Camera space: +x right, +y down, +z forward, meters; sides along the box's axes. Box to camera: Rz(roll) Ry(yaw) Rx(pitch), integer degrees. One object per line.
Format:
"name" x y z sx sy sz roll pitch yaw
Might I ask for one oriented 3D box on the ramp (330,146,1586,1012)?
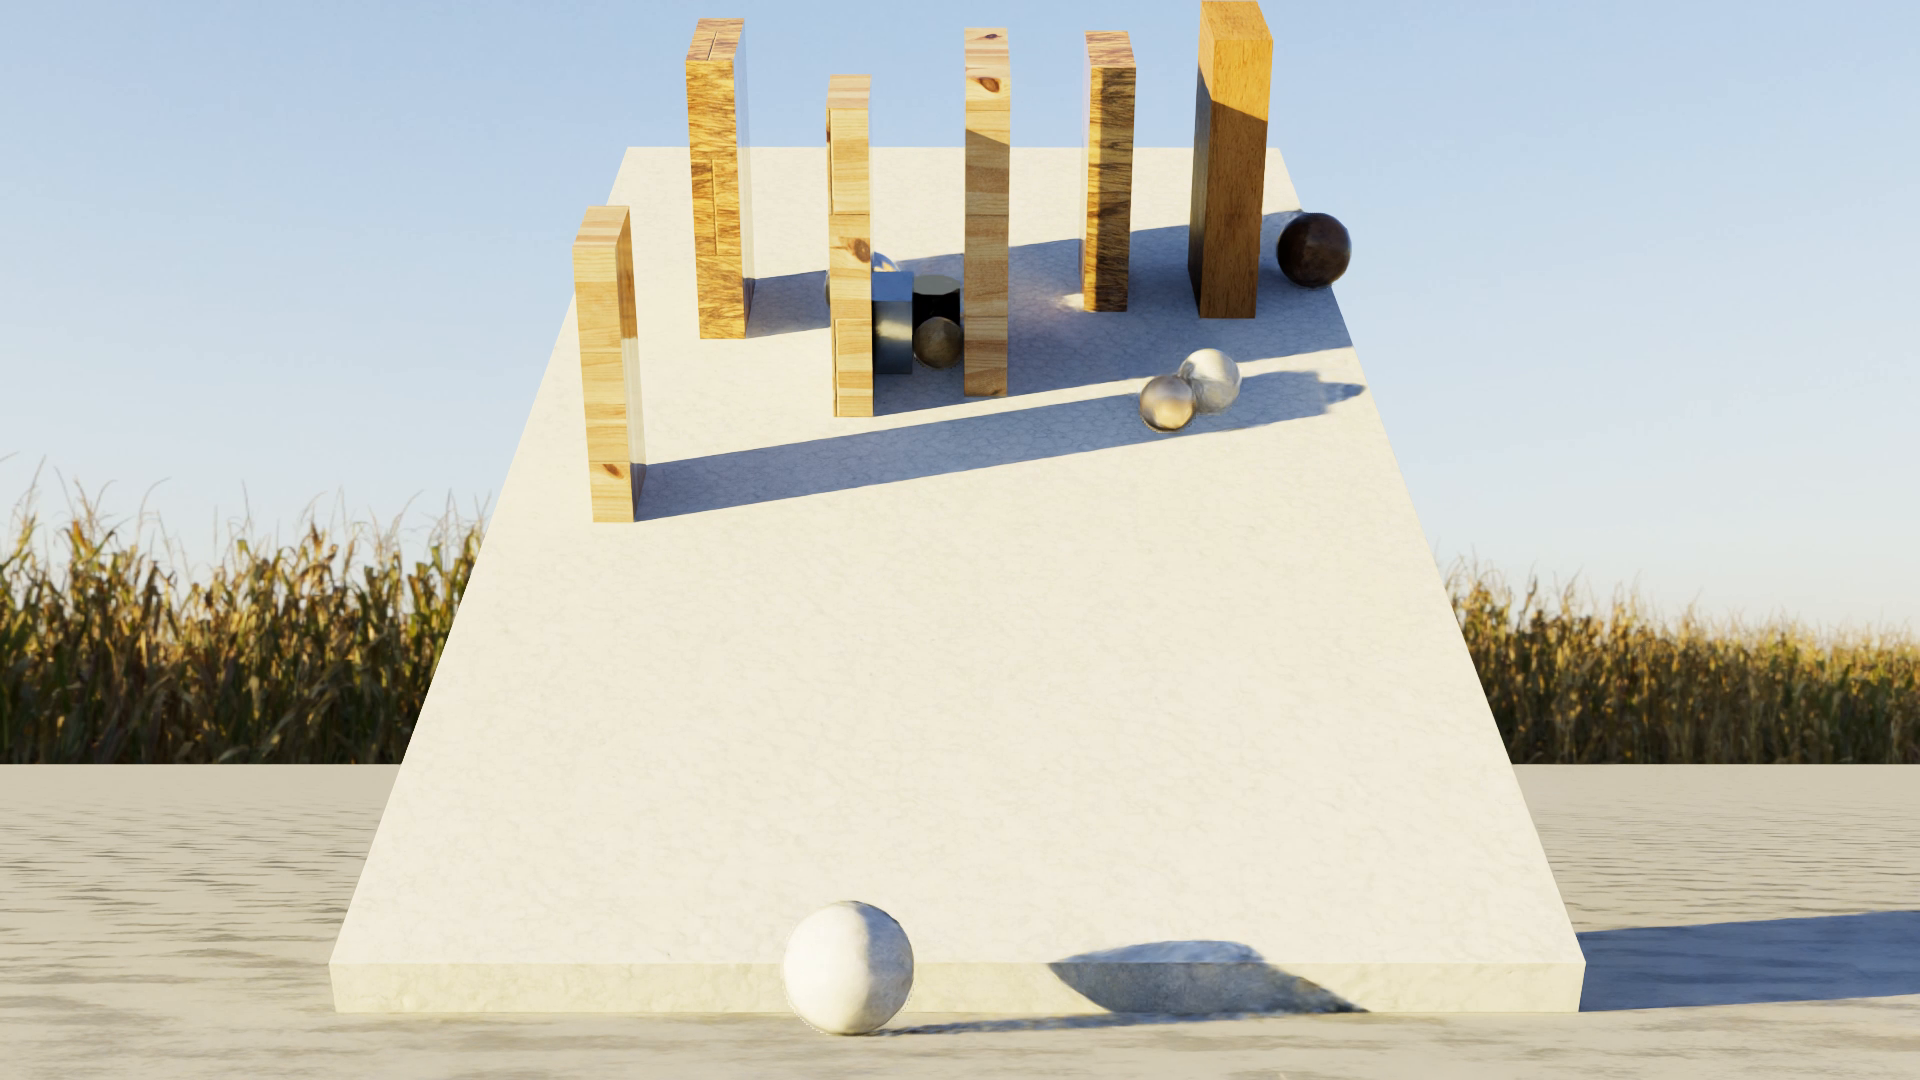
"ramp" -0.011 -0.222 5.586 2.000 0.100 4.000 0 28 0

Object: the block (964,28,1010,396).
"block" 0.061 -0.783 5.702 0.101 0.781 0.409 0 28 0

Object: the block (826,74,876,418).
"block" -0.250 -0.677 5.534 0.093 0.751 0.247 0 28 0

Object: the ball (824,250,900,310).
"ball" -0.242 -0.632 6.031 0.204 0.204 0.204 0 -5 0

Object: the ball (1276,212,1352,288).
"ball" 0.933 -0.765 6.292 0.200 0.200 0.200 0 -5 0

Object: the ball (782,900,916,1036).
"ball" -0.165 0.634 3.540 0.197 0.197 0.197 0 -5 0

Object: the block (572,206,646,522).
"block" -0.744 -0.373 5.091 0.087 0.626 0.253 0 28 0

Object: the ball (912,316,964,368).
"ball" -0.052 -0.479 5.791 0.124 0.124 0.124 0 -5 0

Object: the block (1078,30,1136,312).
"block" 0.377 -0.952 6.164 0.111 0.647 0.320 0 28 0

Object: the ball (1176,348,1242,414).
"ball" 0.584 -0.373 5.604 0.152 0.152 0.152 0 -5 0

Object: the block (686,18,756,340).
"block" -0.598 -0.909 6.003 0.114 0.716 0.369 0 28 0

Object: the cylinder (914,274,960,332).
"cylinder" -0.068 -0.578 6.001 0.138 0.138 0.138 0 28 0

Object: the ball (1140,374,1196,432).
"ball" 0.481 -0.318 5.520 0.133 0.133 0.133 0 -5 0

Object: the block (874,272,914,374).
"block" -0.212 -0.535 5.859 0.192 0.192 0.192 0 28 0

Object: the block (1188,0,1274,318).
"block" 0.688 -0.975 6.121 0.142 0.730 0.357 0 28 0
